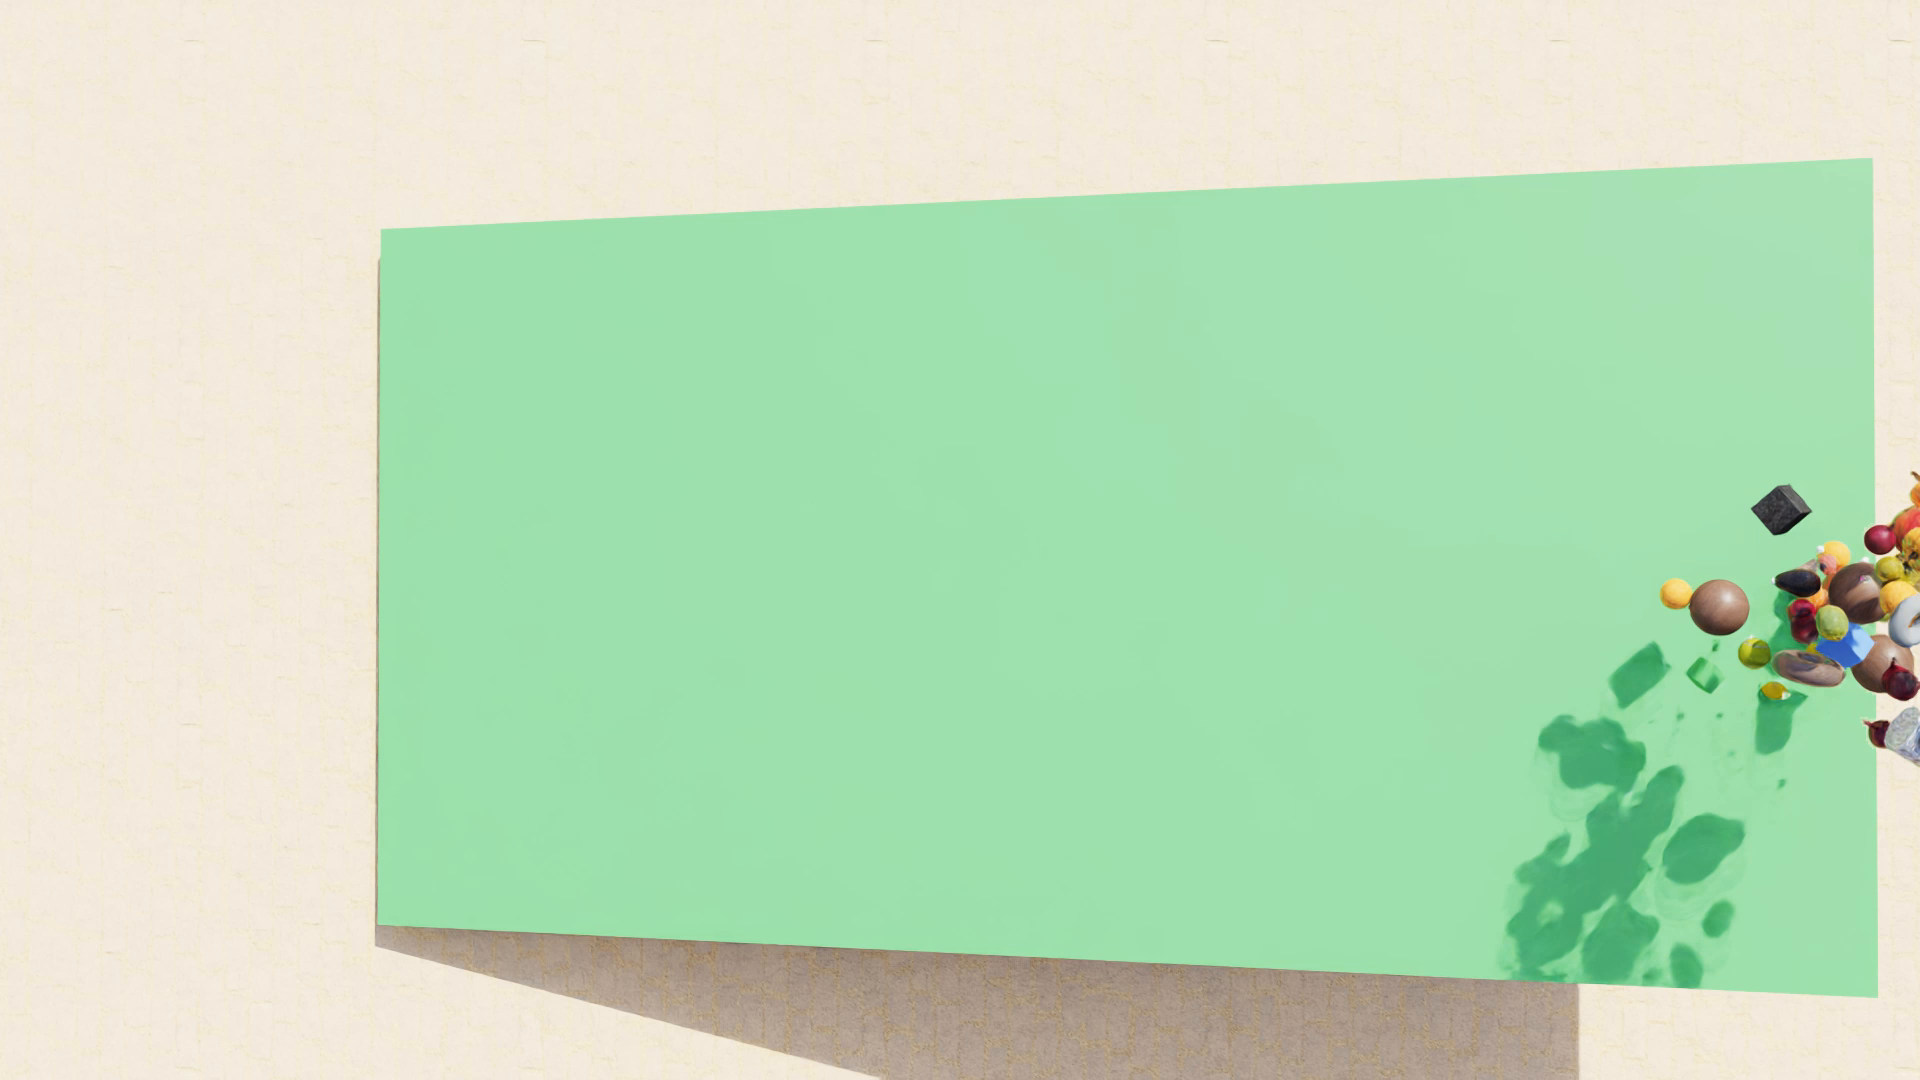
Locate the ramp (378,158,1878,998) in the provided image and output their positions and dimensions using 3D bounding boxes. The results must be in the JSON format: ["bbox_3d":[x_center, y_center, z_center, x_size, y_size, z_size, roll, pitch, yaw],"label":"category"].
[{"bbox_3d":[0.268,0.096,5.826,4.000,0.100,2.000,0,89,16],"label":"ramp"}]

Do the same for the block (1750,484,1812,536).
[{"bbox_3d":[1.834,-0.067,4.908,0.079,0.079,0.079,-48,64,32],"label":"block"}]

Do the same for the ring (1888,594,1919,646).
[{"bbox_3d":[1.678,0.142,3.873,0.100,0.033,0.100,-12,118,-22],"label":"ring"}]

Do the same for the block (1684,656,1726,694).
[{"bbox_3d":[1.732,0.315,5.109,0.053,0.053,0.053,-47,120,1],"label":"block"}]

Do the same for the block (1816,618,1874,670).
[{"bbox_3d":[1.885,0.224,4.685,0.071,0.071,0.071,49,53,1],"label":"block"}]

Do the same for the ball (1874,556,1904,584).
[{"bbox_3d":[1.826,0.058,4.322,0.054,0.054,0.054,0,89,0],"label":"ball"}]

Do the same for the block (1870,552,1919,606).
[{"bbox_3d":[1.867,0.085,4.365,0.071,0.071,0.071,-41,49,13],"label":"block"}]

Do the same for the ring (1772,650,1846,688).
[{"bbox_3d":[1.678,0.255,4.351,0.141,0.141,0.047,9,103,0],"label":"ring"}]

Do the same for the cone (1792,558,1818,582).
[{"bbox_3d":[1.767,0.065,4.612,0.052,0.052,0.052,-6,89,10],"label":"cone"}]
